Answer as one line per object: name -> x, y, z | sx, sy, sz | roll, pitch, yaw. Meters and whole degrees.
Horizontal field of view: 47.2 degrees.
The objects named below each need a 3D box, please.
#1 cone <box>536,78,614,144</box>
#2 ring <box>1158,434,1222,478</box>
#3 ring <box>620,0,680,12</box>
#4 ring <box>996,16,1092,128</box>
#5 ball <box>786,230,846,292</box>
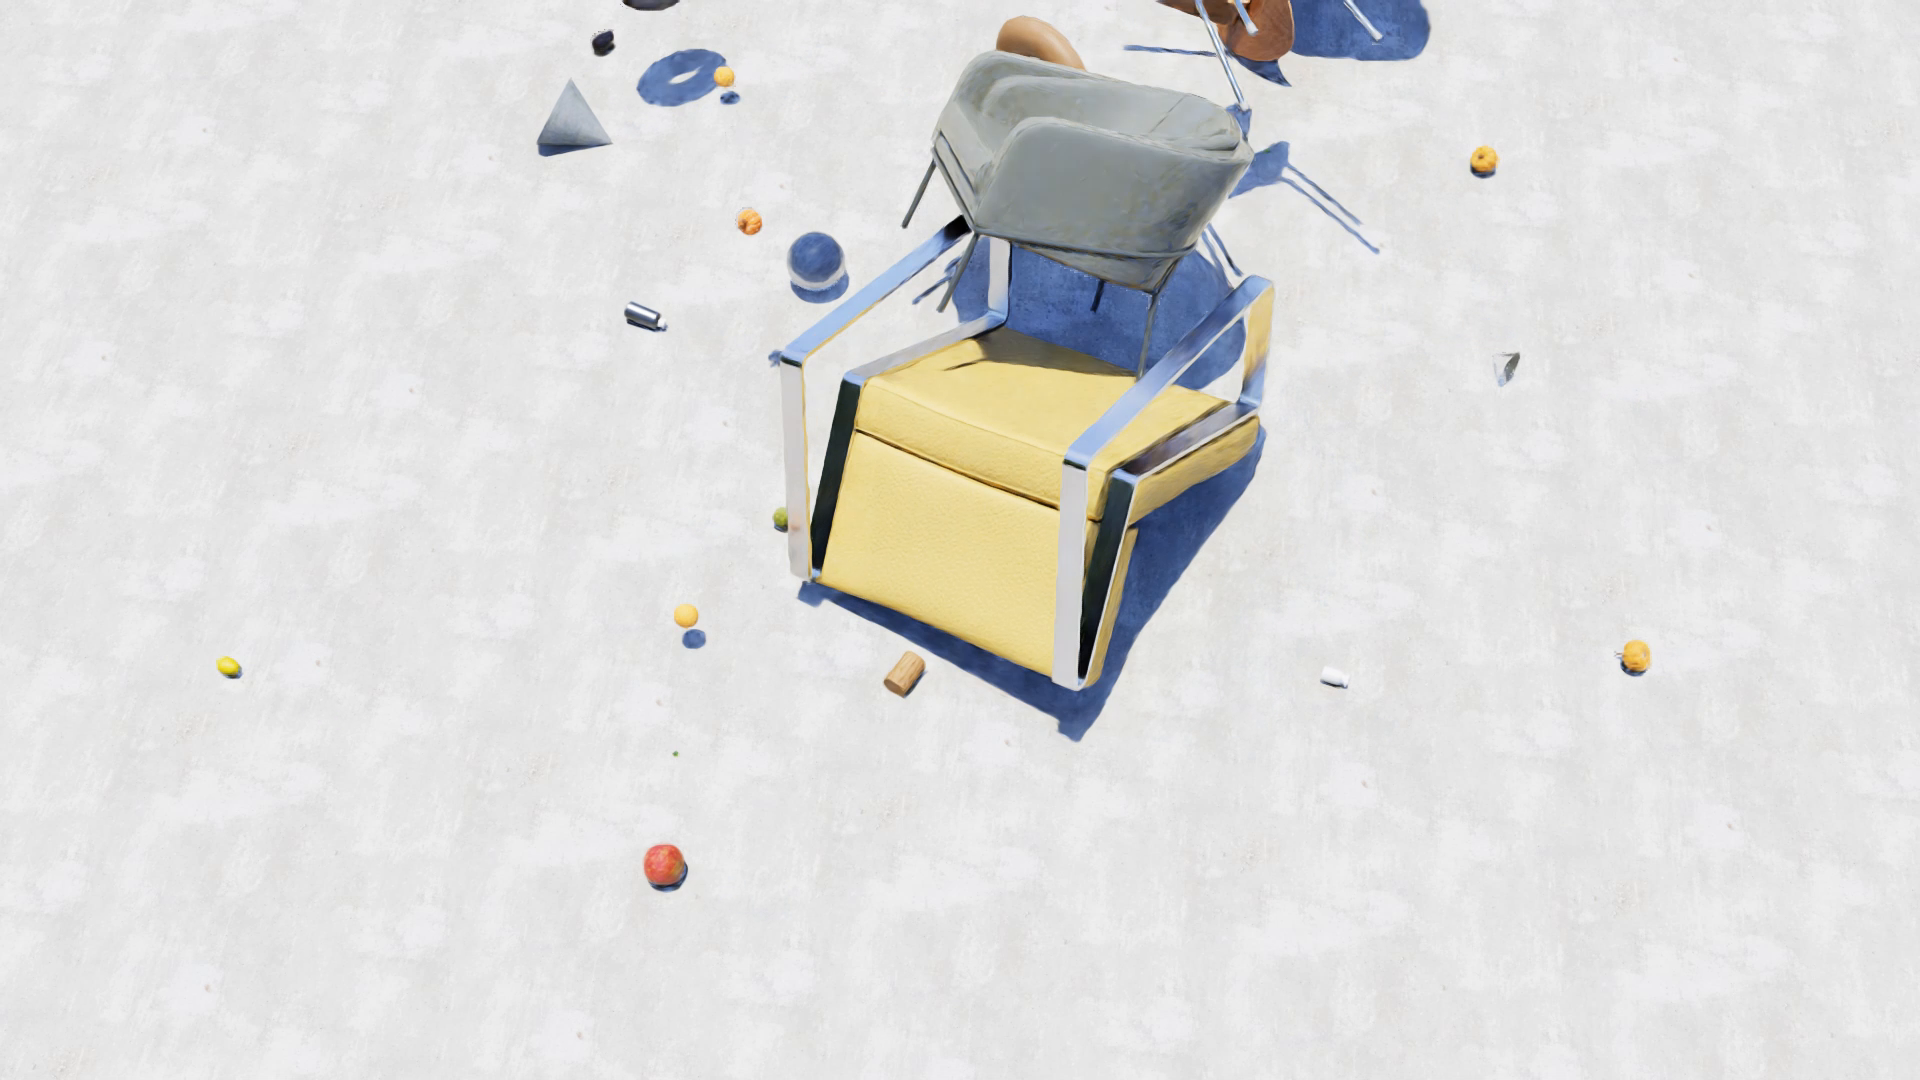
cone -> -1.276, -1.398, 7.452 | 0.228, 0.213, 0.255 | 28, 83, -13
ring -> 0.701, -0.256, 6.707 | 0.200, 0.042, 0.165 | 4, 56, -9
ring -> -1.005, -1.903, 7.231 | 0.301, 0.114, 0.347 | 41, 85, -18
ring -> 0.279, -1.553, 7.313 | 0.105, 0.373, 0.441 | -33, 63, -25
ball -> -0.463, -0.895, 7.058 | 0.193, 0.193, 0.193 | 0, 56, 0
